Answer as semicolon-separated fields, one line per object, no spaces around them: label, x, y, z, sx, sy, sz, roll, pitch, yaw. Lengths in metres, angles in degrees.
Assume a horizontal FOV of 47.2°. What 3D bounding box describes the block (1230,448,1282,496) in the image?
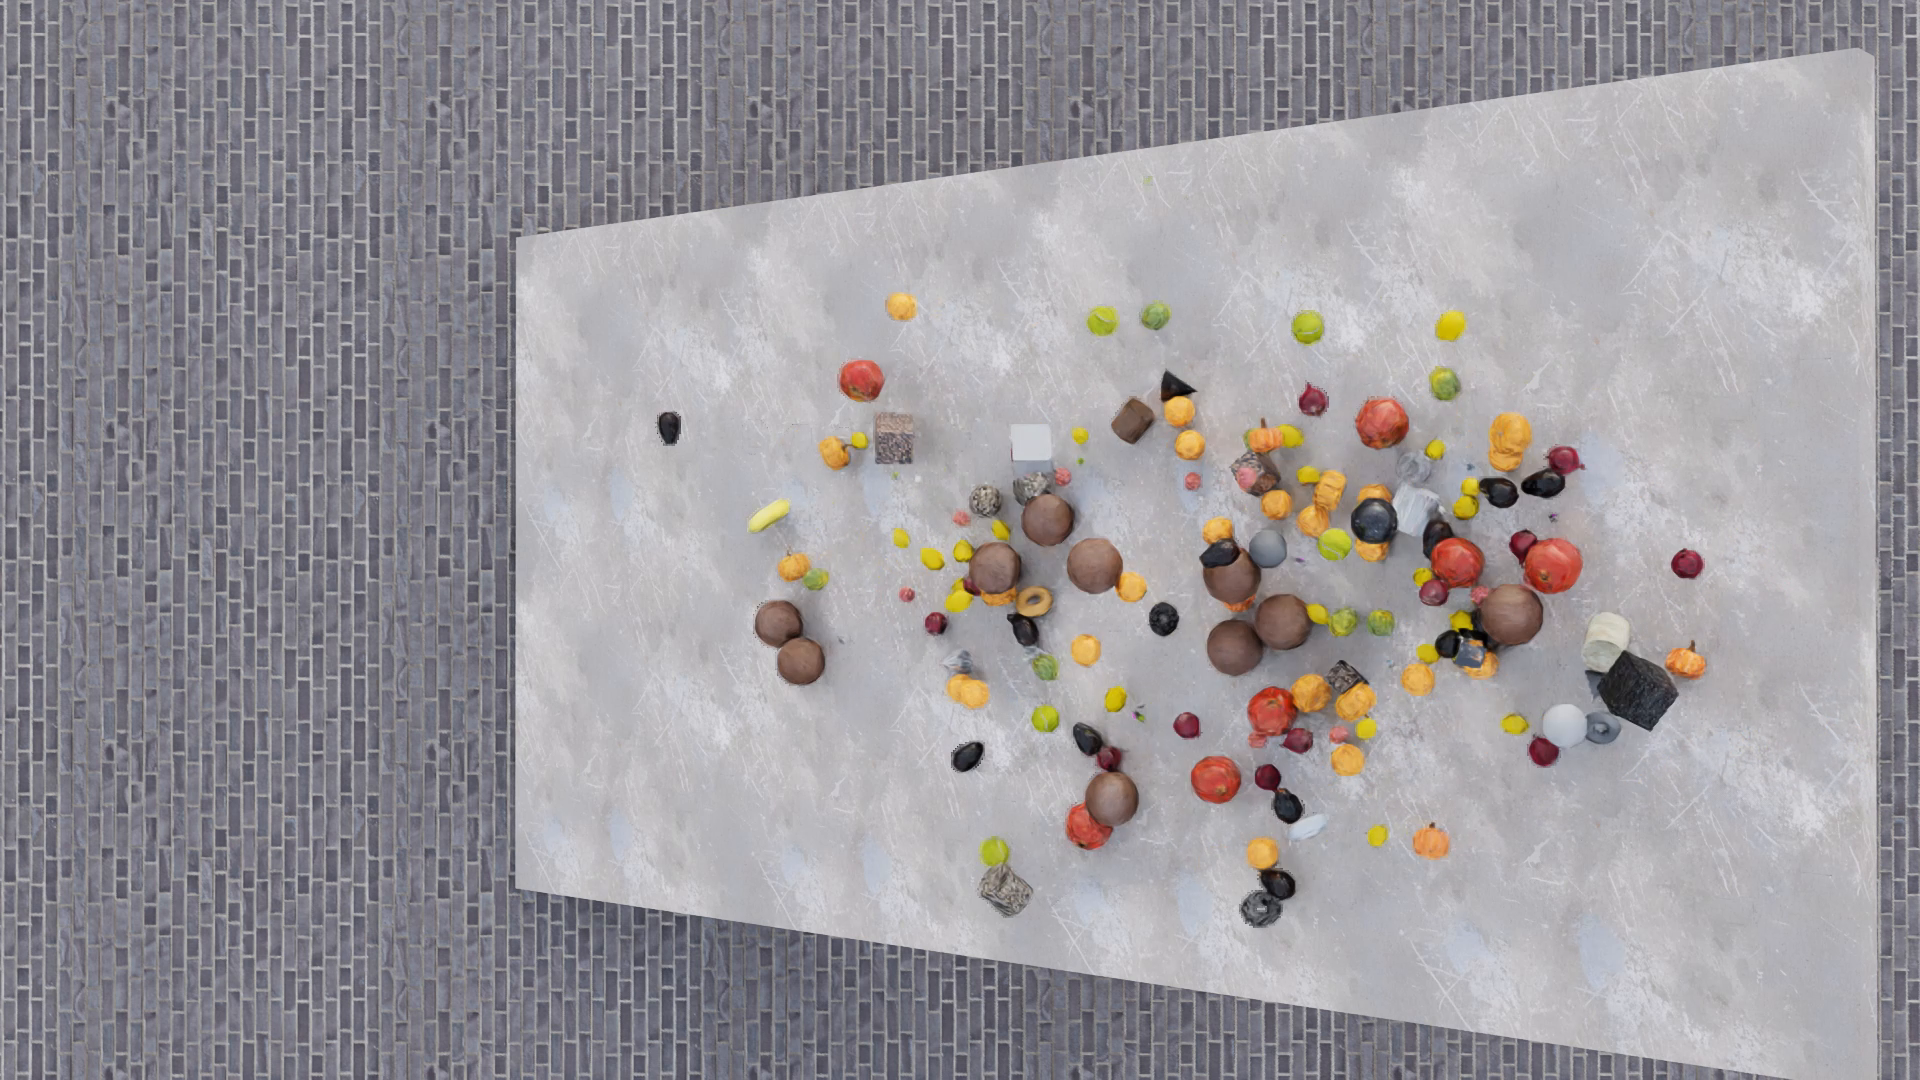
block;0.671;-0.153;5.002;0.071;0.071;0.071;-40;57;25

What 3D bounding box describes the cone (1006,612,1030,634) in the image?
cone;0.162;0.190;5.483;0.069;0.069;0.069;-44;90;0

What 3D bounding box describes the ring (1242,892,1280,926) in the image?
ring;0.681;0.833;4.967;0.089;0.089;0.030;-10;132;0

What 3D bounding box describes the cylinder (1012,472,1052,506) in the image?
cylinder;0.177;-0.126;5.431;0.070;0.070;0.070;-21;90;-22

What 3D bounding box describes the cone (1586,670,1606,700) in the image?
cone;1.328;0.290;4.523;0.067;0.067;0.067;-16;90;14

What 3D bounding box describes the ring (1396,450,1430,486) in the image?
ring;0.992;-0.157;4.807;0.080;0.027;0.080;1;92;40

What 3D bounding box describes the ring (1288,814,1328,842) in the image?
ring;0.760;0.630;4.808;0.094;0.094;0.031;-24;71;0

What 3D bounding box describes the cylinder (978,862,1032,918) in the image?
cylinder;0.110;0.854;5.368;0.094;0.094;0.094;43;90;-20

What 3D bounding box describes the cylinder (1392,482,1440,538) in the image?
cylinder;0.981;-0.067;4.770;0.090;0.090;0.090;21;105;0

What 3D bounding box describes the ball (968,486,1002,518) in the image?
ball;0.064;-0.096;5.532;0.084;0.084;0.084;0;90;0

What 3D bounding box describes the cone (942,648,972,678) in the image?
cone;-0.024;0.314;5.605;0.078;0.078;0.078;0;90;39

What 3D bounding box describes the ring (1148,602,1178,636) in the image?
ring;0.483;0.188;5.223;0.079;0.026;0.079;-1;88;39

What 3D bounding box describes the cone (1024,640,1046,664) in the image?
cone;0.191;0.281;5.462;0.057;0.057;0.057;4;90;13

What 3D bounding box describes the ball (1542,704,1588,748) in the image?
ball;1.236;0.379;4.494;0.090;0.090;0.090;0;90;0

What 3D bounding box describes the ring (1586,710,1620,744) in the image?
ring;1.316;0.385;4.516;0.078;0.026;0.078;9;124;14

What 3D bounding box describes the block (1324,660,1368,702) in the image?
block;0.857;0.312;4.881;0.060;0.060;0.060;-49;55;7

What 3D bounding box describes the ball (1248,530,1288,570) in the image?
ball;0.685;0.022;4.891;0.086;0.086;0.086;0;90;0

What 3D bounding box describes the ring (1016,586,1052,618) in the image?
ring;0.182;0.152;5.432;0.094;0.031;0.094;-7;46;7

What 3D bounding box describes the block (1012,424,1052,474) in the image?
block;0.171;-0.216;5.213;0.090;0.090;0.090;-2;72;4

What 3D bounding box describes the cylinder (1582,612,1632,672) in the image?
cylinder;1.316;0.208;4.477;0.086;0.086;0.086;31;45;0

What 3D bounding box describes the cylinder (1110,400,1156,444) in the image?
cylinder;0.413;-0.283;5.250;0.076;0.076;0.076;38;118;0

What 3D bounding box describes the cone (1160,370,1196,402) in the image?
cone;0.520;-0.357;5.190;0.079;0.079;0.079;10;90;13

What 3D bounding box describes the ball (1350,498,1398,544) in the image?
ball;0.873;-0.040;4.635;0.099;0.099;0.099;0;90;0

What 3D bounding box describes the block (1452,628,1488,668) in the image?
block;1.070;0.227;4.614;0.056;0.056;0.056;11;124;2

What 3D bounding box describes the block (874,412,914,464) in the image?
block;-0.170;-0.262;5.673;0.094;0.094;0.094;1;126;-5

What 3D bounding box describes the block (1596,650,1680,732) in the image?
block;1.334;0.297;4.331;0.097;0.097;0.097;25;113;-14

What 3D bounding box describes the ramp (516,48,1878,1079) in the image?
ramp;0.212;0.062;5.528;4.000;0.100;2.000;0;90;39
